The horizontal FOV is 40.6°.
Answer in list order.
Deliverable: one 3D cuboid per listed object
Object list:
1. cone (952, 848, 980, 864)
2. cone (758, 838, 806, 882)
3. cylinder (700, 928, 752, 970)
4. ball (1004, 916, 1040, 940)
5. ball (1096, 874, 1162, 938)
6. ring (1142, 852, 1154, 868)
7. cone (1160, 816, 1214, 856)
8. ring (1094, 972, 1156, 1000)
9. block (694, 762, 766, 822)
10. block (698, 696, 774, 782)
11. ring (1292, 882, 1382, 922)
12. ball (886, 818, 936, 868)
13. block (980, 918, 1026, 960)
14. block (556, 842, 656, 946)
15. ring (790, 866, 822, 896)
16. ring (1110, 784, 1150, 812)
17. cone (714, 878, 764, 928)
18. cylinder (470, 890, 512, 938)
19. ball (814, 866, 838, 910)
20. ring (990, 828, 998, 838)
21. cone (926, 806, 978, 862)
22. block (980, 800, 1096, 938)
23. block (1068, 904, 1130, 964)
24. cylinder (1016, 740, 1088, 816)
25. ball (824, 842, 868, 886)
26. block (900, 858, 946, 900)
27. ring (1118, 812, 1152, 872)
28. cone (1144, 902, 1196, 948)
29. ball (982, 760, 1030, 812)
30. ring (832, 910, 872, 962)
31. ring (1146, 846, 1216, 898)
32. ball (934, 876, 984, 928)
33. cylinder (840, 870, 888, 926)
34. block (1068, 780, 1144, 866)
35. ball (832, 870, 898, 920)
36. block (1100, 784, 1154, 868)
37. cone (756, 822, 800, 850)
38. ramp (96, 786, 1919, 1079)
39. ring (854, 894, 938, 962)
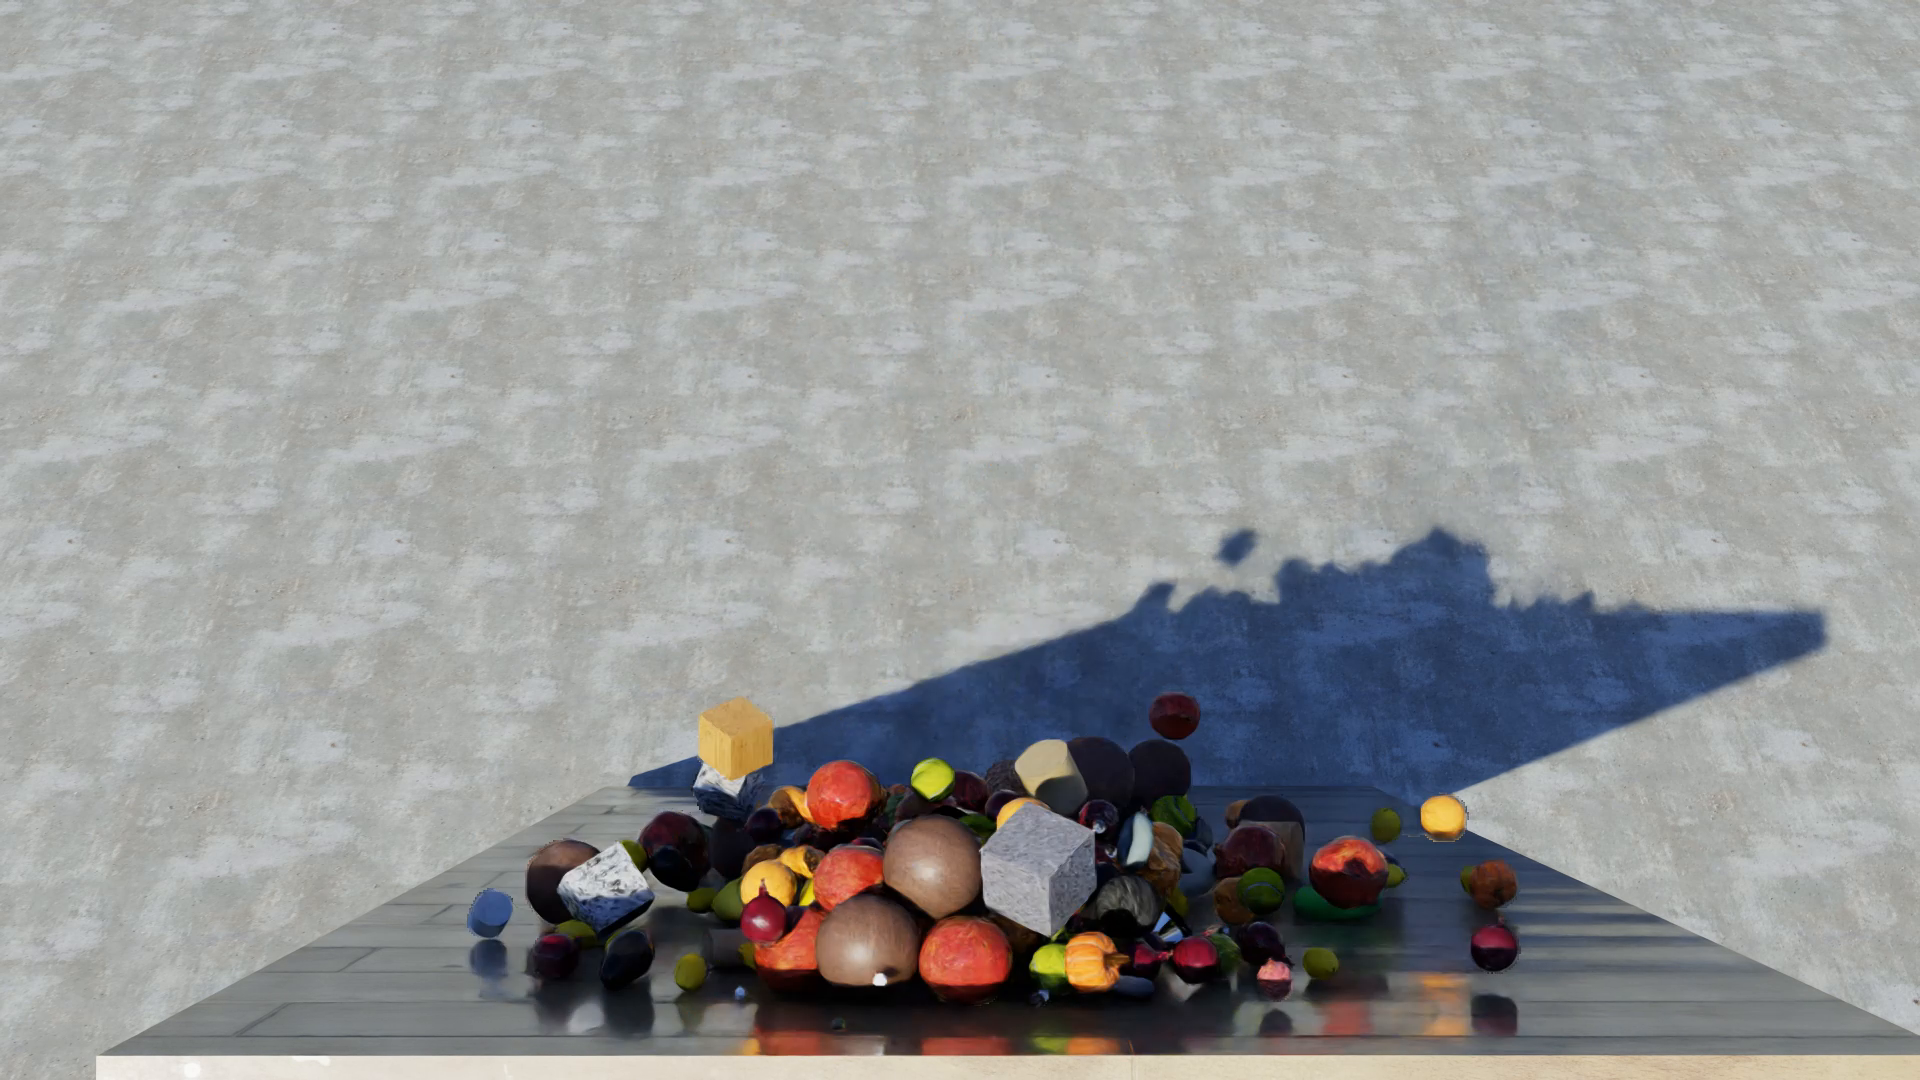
[{"bbox_3d":[0.005,0.585,4.794,0.052,0.052,0.052,-31,44,-24],"label":"cone"},{"bbox_3d":[-0.300,0.544,4.268,0.079,0.079,0.079,7,53,-10],"label":"cone"},{"bbox_3d":[-0.310,0.541,3.435,0.052,0.052,0.052,1,31,-24],"label":"cylinder"},{"bbox_3d":[0.096,0.539,3.724,0.067,0.067,0.067,0,34,0],"label":"ball"},{"bbox_3d":[0.213,0.463,3.282,0.082,0.082,0.082,0,34,0],"label":"ball"},{"bbox_3d":[0.329,0.584,4.743,0.077,0.026,0.077,0,0,0],"label":"ring"},{"bbox_3d":[0.419,0.575,4.770,0.100,0.100,0.100,1,25,2],"label":"cone"},{"bbox_3d":[0.200,0.544,3.159,0.077,0.077,0.026,7,78,10],"label":"ring"},{"bbox_3d":[-0.393,0.418,4.430,0.083,0.083,0.083,9,55,19],"label":"block"},{"bbox_3d":[-0.343,0.304,3.969,0.080,0.080,0.080,-23,40,-37],"label":"block"},{"bbox_3d":[0.580,0.555,3.987,0.140,0.047,0.140,-3,0,0],"label":"ring"},{"bbox_3d":[-0.066,0.415,3.548,0.068,0.068,0.068,0,34,0],"label":"ball"},{"bbox_3d":[0.058,0.542,3.529,0.050,0.050,0.050,0,-6,17],"label":"block"},{"bbox_3d":[-0.498,0.497,3.644,0.093,0.093,0.093,-30,79,-24],"label":"block"},{"bbox_3d":[-0.234,0.562,4.269,0.091,0.091,0.030,-1,65,-2],"label":"ring"},{"bbox_3d":[0.305,0.493,4.869,0.104,0.035,0.104,10,22,-4],"label":"ring"},{"bbox_3d":[-0.314,0.560,3.885,0.080,0.080,0.080,-20,37,-27],"label":"cone"},{"bbox_3d":[-0.675,0.538,3.733,0.053,0.053,0.053,9,60,-16],"label":"cylinder"},{"bbox_3d":[-0.185,0.540,4.060,0.084,0.084,0.084,0,34,0],"label":"ball"},{"bbox_3d":[0.114,0.543,4.457,0.146,0.049,0.146,32,4,-2],"label":"ring"},{"bbox_3d":[0.008,0.417,3.824,0.089,0.089,0.089,16,24,22],"label":"cone"},{"bbox_3d":[0.097,0.403,3.178,0.100,0.100,0.100,21,45,30],"label":"block"},{"bbox_3d":[0.190,0.533,3.514,0.060,0.060,0.060,8,8,33],"label":"block"},{"bbox_3d":[0.124,0.323,3.496,0.076,0.076,0.076,-19,31,12],"label":"cylinder"},{"bbox_3d":[-0.151,0.432,3.455,0.058,0.058,0.058,0,34,0],"label":"ball"},{"bbox_3d":[-0.060,0.555,4.248,0.061,0.061,0.061,0,-1,-17],"label":"block"},{"bbox_3d":[0.229,0.394,3.389,0.026,0.079,0.079,14,31,-15],"label":"ring"},{"bbox_3d":[0.279,0.543,3.569,0.067,0.067,0.067,-36,39,1],"label":"cone"},{"bbox_3d":[0.085,0.431,4.557,0.090,0.090,0.090,0,34,0],"label":"ball"},{"bbox_3d":[-0.135,0.533,3.519,0.083,0.028,0.083,-10,58,16],"label":"ring"},{"bbox_3d":[0.353,0.531,4.151,0.113,0.038,0.113,8,28,-4],"label":"ring"},{"bbox_3d":[-0.001,0.478,3.424,0.068,0.068,0.068,0,34,0],"label":"ball"},{"bbox_3d":[-0.126,0.473,3.425,0.052,0.052,0.052,-9,41,-14],"label":"cylinder"},{"bbox_3d":[0.235,0.470,4.300,0.099,0.099,0.099,18,69,-2],"label":"block"},{"bbox_3d":[-0.131,0.514,3.647,0.096,0.096,0.096,0,34,0],"label":"ball"},{"bbox_3d":[0.266,0.500,4.538,0.087,0.087,0.087,44,34,7],"label":"block"},{"bbox_3d":[-0.306,0.534,4.664,0.089,0.089,0.089,16,57,-26],"label":"cone"},{"bbox_3d":[0.074,0.648,4.778,2.000,0.100,4.000,0,-1,0],"label":"ramp"},{"bbox_3d":[-0.084,0.513,3.437,0.115,0.038,0.115,-11,30,6],"label":"ring"}]
